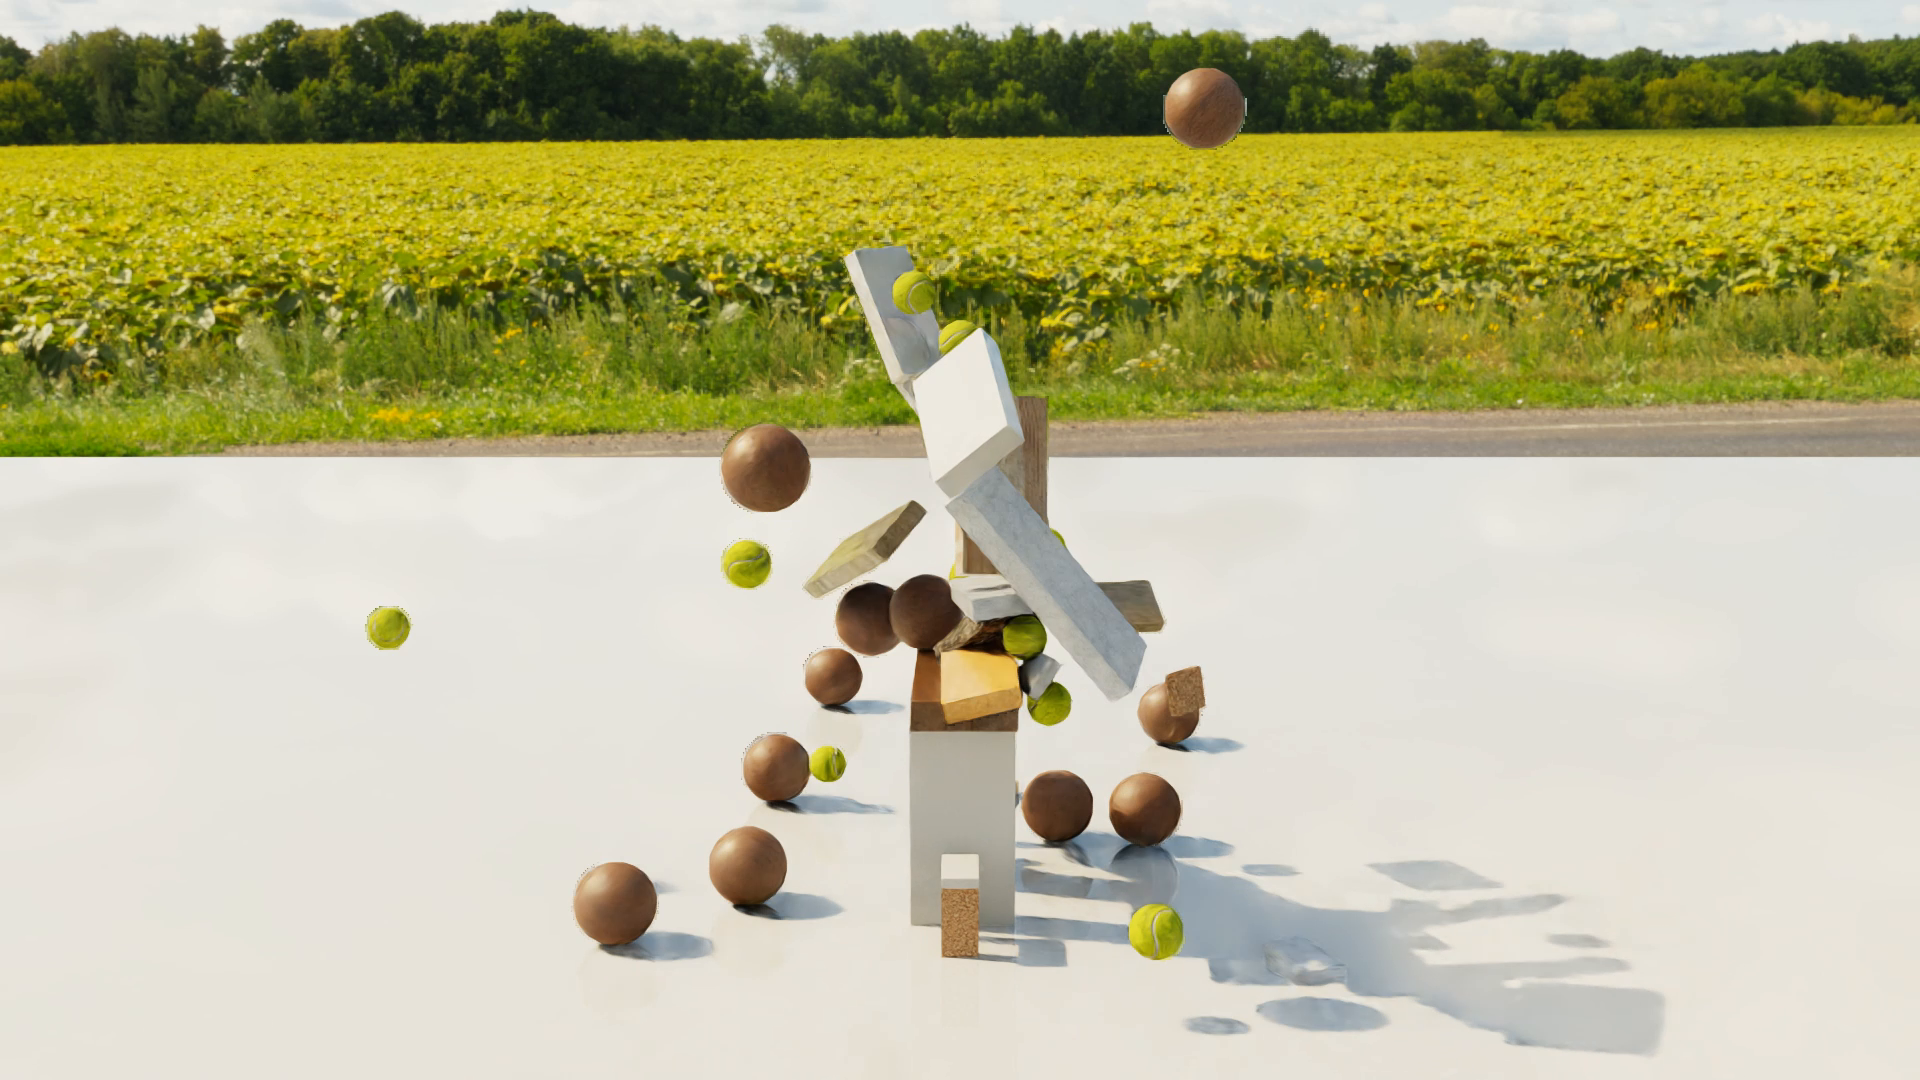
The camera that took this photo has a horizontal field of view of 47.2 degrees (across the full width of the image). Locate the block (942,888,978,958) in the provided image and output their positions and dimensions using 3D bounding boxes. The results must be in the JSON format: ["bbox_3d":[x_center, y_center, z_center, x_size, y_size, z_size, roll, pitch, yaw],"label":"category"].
[{"bbox_3d":[0.000,0.585,3.384,0.057,0.114,0.016,0,11,0],"label":"block"}]

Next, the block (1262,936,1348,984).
[{"bbox_3d":[0.526,0.639,3.353,0.067,0.019,0.134,-5,11,-23],"label":"block"}]

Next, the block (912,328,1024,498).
[{"bbox_3d":[0.009,-0.188,3.193,0.137,0.039,0.274,-38,32,17],"label":"block"}]

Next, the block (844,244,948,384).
[{"bbox_3d":[-0.101,-0.376,3.646,0.114,0.228,0.032,-12,-14,-41],"label":"block"}]

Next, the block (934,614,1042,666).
[{"bbox_3d":[0.051,0.145,3.532,0.118,0.034,0.237,-10,-15,-22],"label":"block"}]

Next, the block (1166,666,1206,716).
[{"bbox_3d":[0.369,0.246,3.592,0.019,0.067,0.134,-8,0,24],"label":"block"}]

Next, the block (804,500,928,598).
[{"bbox_3d":[-0.163,0.018,3.714,0.114,0.032,0.339,-51,10,-24],"label":"block"}]

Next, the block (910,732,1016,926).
[{"bbox_3d":[0.004,0.448,3.510,0.167,0.335,0.047,0,13,-1],"label":"block"}]

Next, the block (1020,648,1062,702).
[{"bbox_3d":[0.117,0.207,3.405,0.019,0.067,0.134,36,-3,-11],"label":"block"}]

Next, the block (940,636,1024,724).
[{"bbox_3d":[0.033,0.216,3.408,0.118,0.034,0.237,-13,16,3],"label":"block"}]

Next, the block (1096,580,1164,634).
[{"bbox_3d":[0.235,0.111,3.566,0.176,0.025,0.088,-2,51,-20],"label":"block"}]

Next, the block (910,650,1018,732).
[{"bbox_3d":[0.009,0.242,3.566,0.167,0.047,0.335,0,11,1],"label":"block"}]

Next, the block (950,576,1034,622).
[{"bbox_3d":[0.060,0.084,3.377,0.118,0.034,0.237,-8,7,-7],"label":"block"}]

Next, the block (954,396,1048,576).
[{"bbox_3d":[0.063,-0.082,3.361,0.137,0.274,0.039,1,-7,-16],"label":"block"}]

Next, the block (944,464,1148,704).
[{"bbox_3d":[0.130,0.055,3.236,0.039,0.391,0.137,-33,15,28],"label":"block"}]

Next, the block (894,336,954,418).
[{"bbox_3d":[-0.011,-0.232,3.793,0.114,0.228,0.032,-46,30,-14],"label":"block"}]

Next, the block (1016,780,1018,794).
[{"bbox_3d":[0.039,0.486,4.159,0.088,0.025,0.176,4,11,21],"label":"block"}]

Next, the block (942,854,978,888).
[{"bbox_3d":[0.000,0.514,3.409,0.057,0.016,0.114,0,11,0],"label":"block"}]
